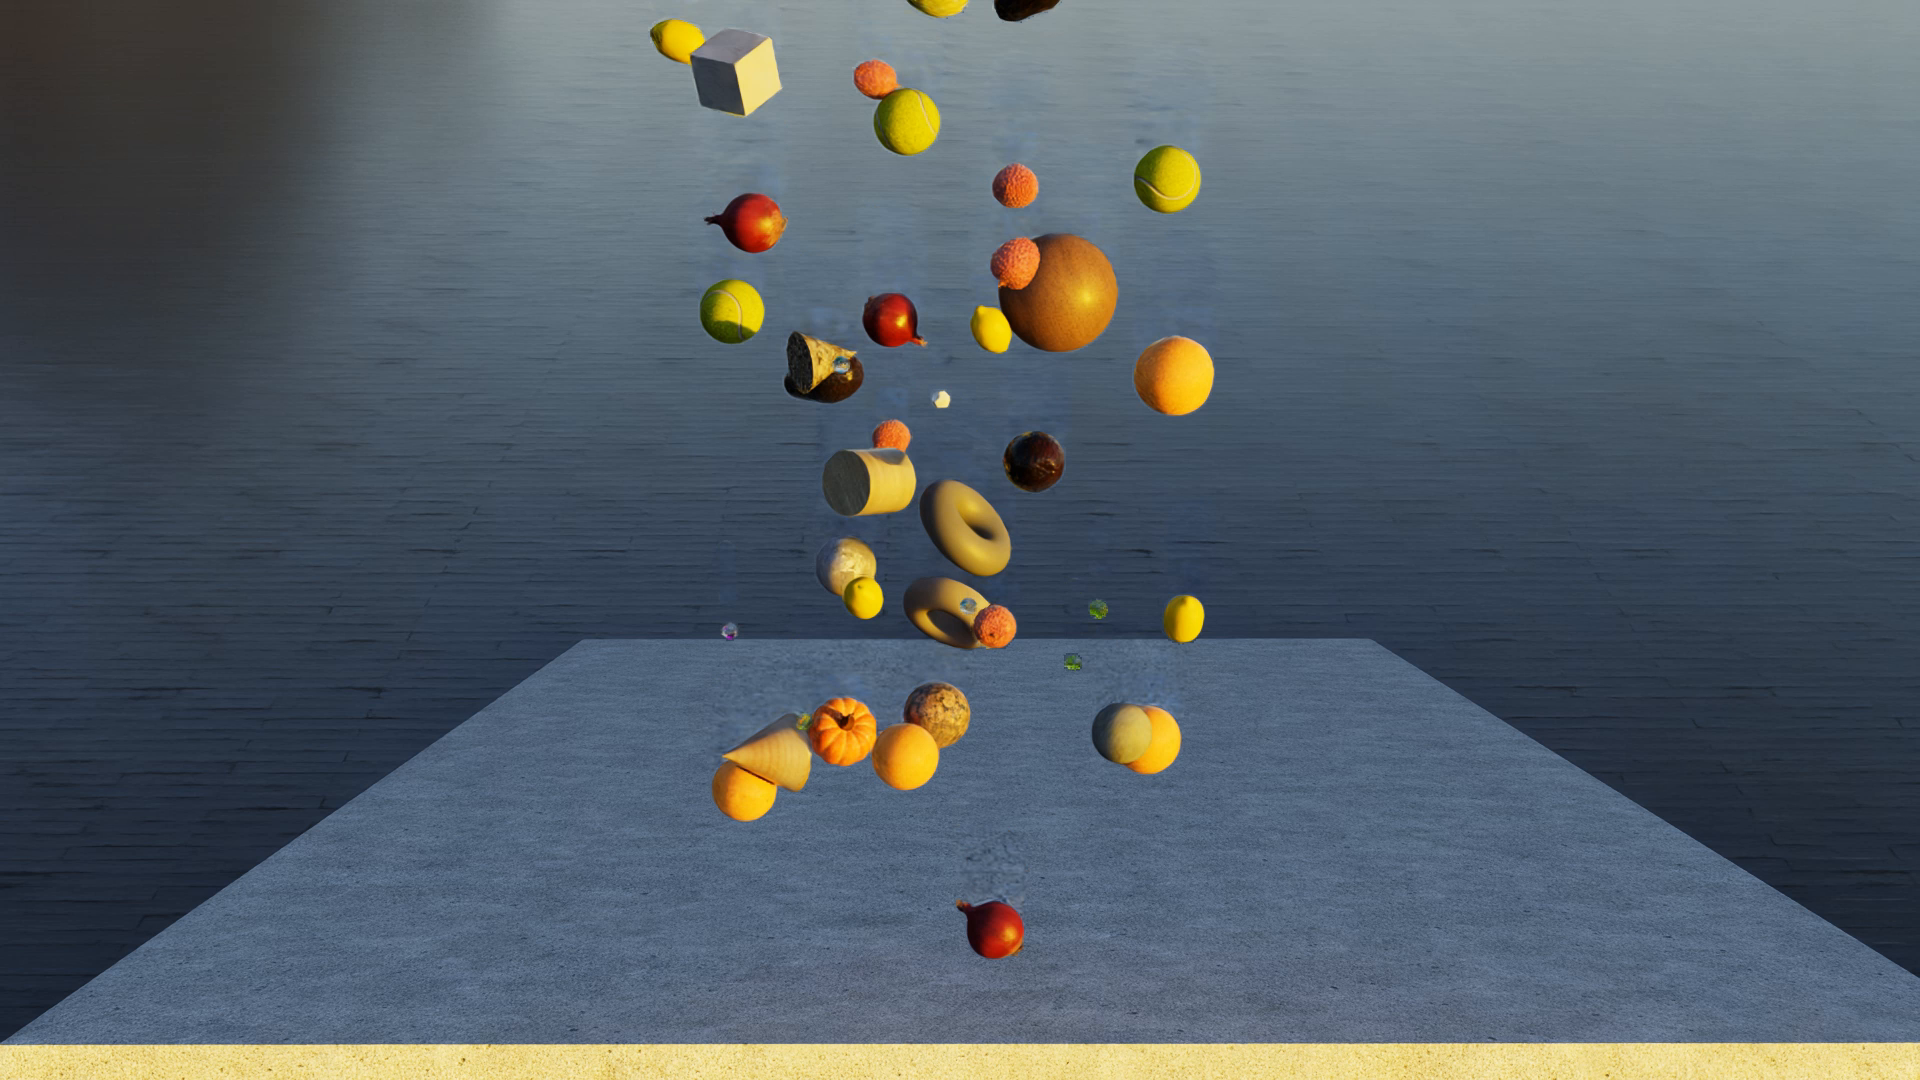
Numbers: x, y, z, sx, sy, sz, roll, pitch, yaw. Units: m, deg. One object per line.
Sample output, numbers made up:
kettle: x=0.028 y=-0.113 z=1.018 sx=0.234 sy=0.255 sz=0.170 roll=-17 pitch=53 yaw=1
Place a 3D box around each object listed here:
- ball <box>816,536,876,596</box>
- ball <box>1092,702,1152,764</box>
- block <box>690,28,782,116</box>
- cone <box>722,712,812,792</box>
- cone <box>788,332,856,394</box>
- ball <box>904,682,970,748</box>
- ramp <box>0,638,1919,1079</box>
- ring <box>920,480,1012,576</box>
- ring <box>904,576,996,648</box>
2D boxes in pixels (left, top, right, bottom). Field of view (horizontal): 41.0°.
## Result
ball: x=-0.125 y=0.028 z=2.817 sx=0.067 sy=0.067 sz=0.067 roll=0 pitch=20 yaw=0
ball: x=0.164 y=0.195 z=2.599 sx=0.062 sy=0.062 sz=0.062 roll=0 pitch=20 yaw=0
block: x=-0.209 y=-0.437 z=2.397 sx=0.055 sy=0.055 sz=0.055 roll=18 pitch=46 yaw=31
cone: x=-0.221 y=0.233 z=2.792 sx=0.087 sy=0.087 sz=0.087 roll=0 pitch=17 yaw=-32
cone: x=-0.138 y=-0.191 z=2.687 sx=0.065 sy=0.065 sz=0.065 roll=-12 pitch=23 yaw=-25
ball: x=-0.027 y=0.199 z=2.929 sx=0.077 sy=0.077 sz=0.077 roll=0 pitch=20 yaw=0
ramp: x=0.047 y=0.424 z=4.534 sx=2.000 sy=0.100 sz=4.000 roll=0 pitch=4 yaw=0
ring: x=0.006 y=-0.013 z=2.786 sx=0.122 sy=0.041 sz=0.122 roll=37 pitch=27 yaw=-23
ring: x=-0.011 y=0.082 z=2.894 sx=0.112 sy=0.112 sz=0.037 roll=10 pitch=58 yaw=26
